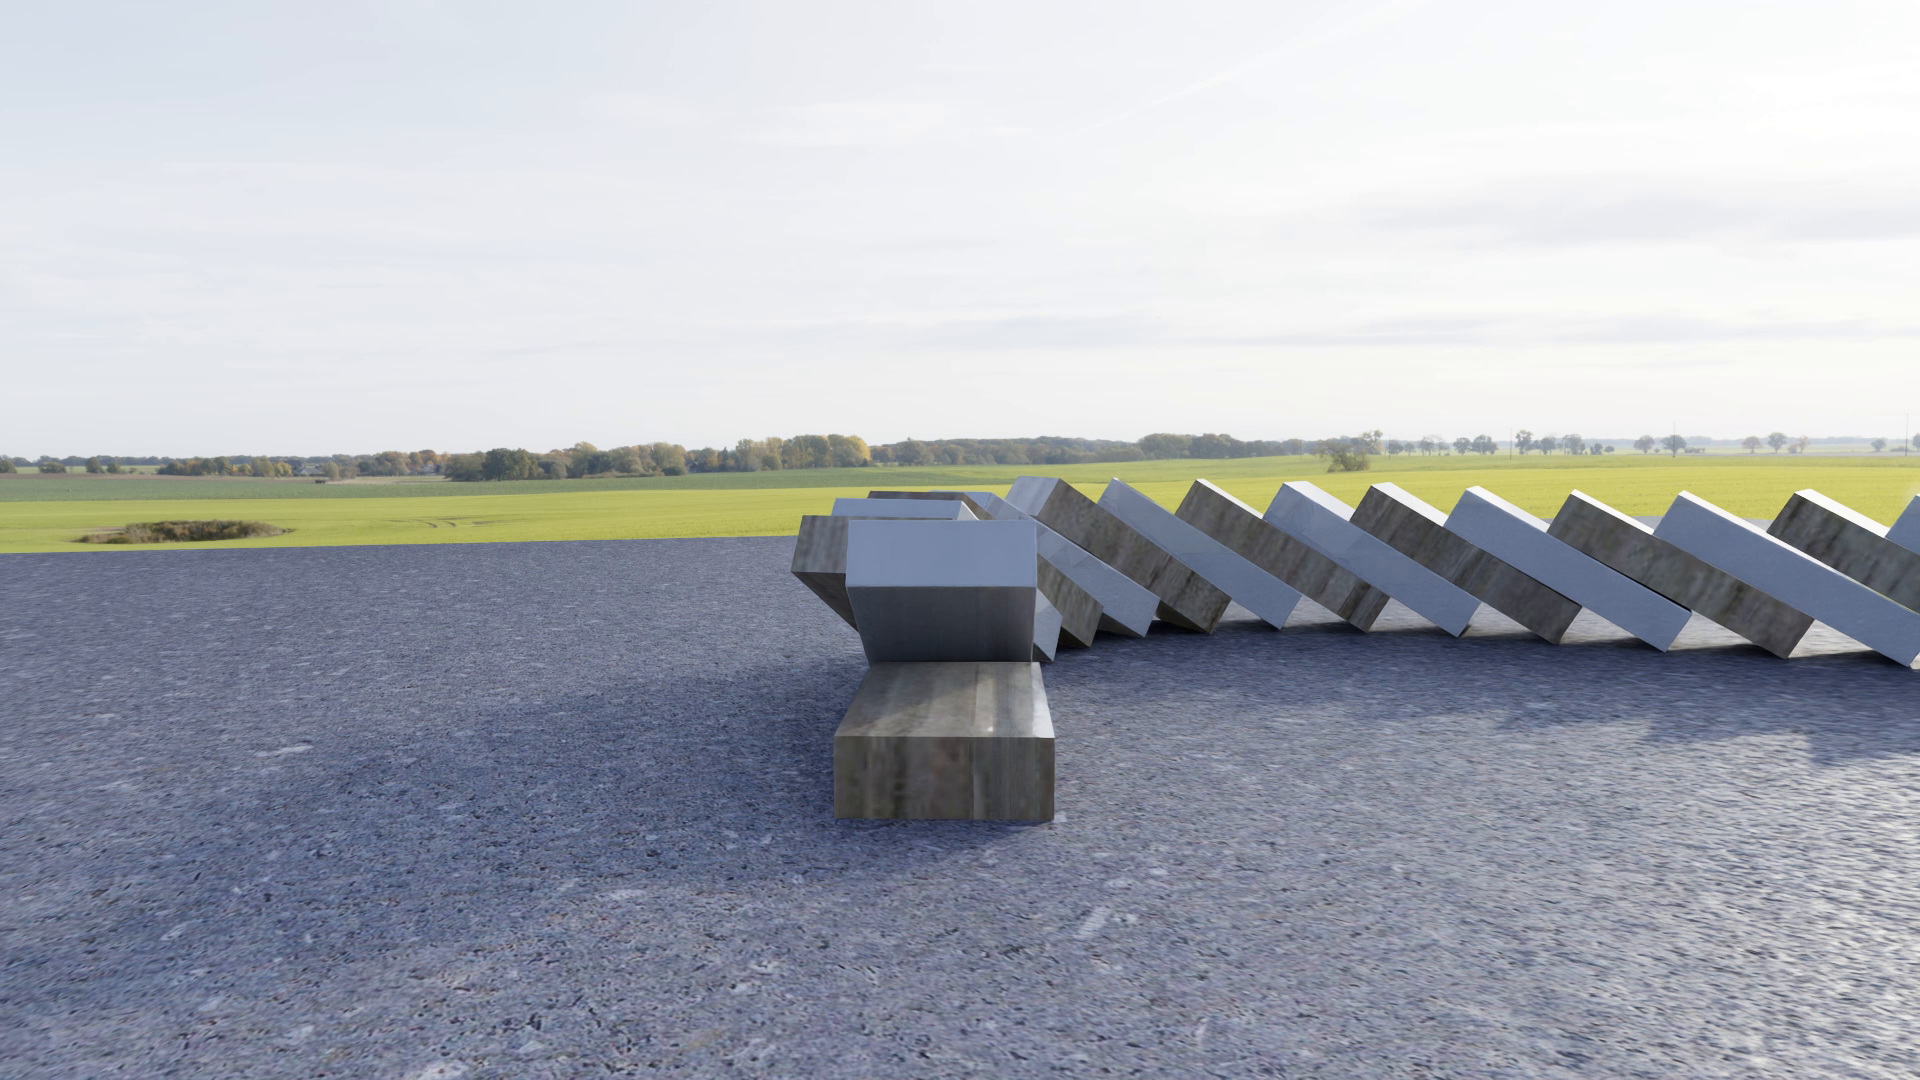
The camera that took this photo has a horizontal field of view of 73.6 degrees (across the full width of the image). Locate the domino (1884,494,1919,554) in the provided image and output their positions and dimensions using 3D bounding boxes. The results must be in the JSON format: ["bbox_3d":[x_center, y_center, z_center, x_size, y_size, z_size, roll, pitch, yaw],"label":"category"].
[{"bbox_3d":[0.205,0.008,0.242,0.025,0.010,0.050,-5,36,-48],"label":"domino"}]

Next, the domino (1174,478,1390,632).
[{"bbox_3d":[0.075,0.003,0.301,0.050,0.009,0.025,33,10,11],"label":"domino"}]

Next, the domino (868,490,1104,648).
[{"bbox_3d":[0.005,0.006,0.259,0.025,0.009,0.050,3,-25,43],"label":"domino"}]

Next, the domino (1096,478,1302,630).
[{"bbox_3d":[0.056,0.002,0.304,0.050,0.009,0.025,32,7,7],"label":"domino"}]

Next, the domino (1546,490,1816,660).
[{"bbox_3d":[0.151,0.006,0.272,0.050,0.010,0.025,33,18,22],"label":"domino"}]

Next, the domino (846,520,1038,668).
[{"bbox_3d":[-0.002,0.012,0.192,0.025,0.010,0.050,0,-24,2],"label":"domino"}]

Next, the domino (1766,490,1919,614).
[{"bbox_3d":[0.190,0.007,0.255,0.050,0.009,0.025,38,26,31],"label":"domino"}]

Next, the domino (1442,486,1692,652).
[{"bbox_3d":[0.132,0.005,0.280,0.050,0.010,0.025,34,18,21],"label":"domino"}]

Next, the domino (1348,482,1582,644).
[{"bbox_3d":[0.115,0.004,0.290,0.050,0.009,0.025,35,18,21],"label":"domino"}]

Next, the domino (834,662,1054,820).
[{"bbox_3d":[-0.001,0.025,0.170,0.025,0.009,0.050,0,4,1],"label":"domino"}]

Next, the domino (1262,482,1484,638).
[{"bbox_3d":[0.097,0.003,0.299,0.050,0.010,0.025,35,18,21],"label":"domino"}]

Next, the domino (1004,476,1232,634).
[{"bbox_3d":[0.035,0.003,0.292,0.050,0.010,0.025,33,-6,-17],"label":"domino"}]

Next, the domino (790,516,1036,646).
[{"bbox_3d":[-0.006,0.011,0.217,0.025,0.009,0.050,2,-23,20],"label":"domino"}]

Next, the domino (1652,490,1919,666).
[{"bbox_3d":[0.170,0.007,0.264,0.050,0.009,0.025,34,20,25],"label":"domino"}]

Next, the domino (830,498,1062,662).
[{"bbox_3d":[-0.002,0.008,0.238,0.025,0.009,0.050,2,-25,27],"label":"domino"}]

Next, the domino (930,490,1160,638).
[{"bbox_3d":[0.017,0.005,0.279,0.050,0.009,0.025,31,-13,-29],"label":"domino"}]
